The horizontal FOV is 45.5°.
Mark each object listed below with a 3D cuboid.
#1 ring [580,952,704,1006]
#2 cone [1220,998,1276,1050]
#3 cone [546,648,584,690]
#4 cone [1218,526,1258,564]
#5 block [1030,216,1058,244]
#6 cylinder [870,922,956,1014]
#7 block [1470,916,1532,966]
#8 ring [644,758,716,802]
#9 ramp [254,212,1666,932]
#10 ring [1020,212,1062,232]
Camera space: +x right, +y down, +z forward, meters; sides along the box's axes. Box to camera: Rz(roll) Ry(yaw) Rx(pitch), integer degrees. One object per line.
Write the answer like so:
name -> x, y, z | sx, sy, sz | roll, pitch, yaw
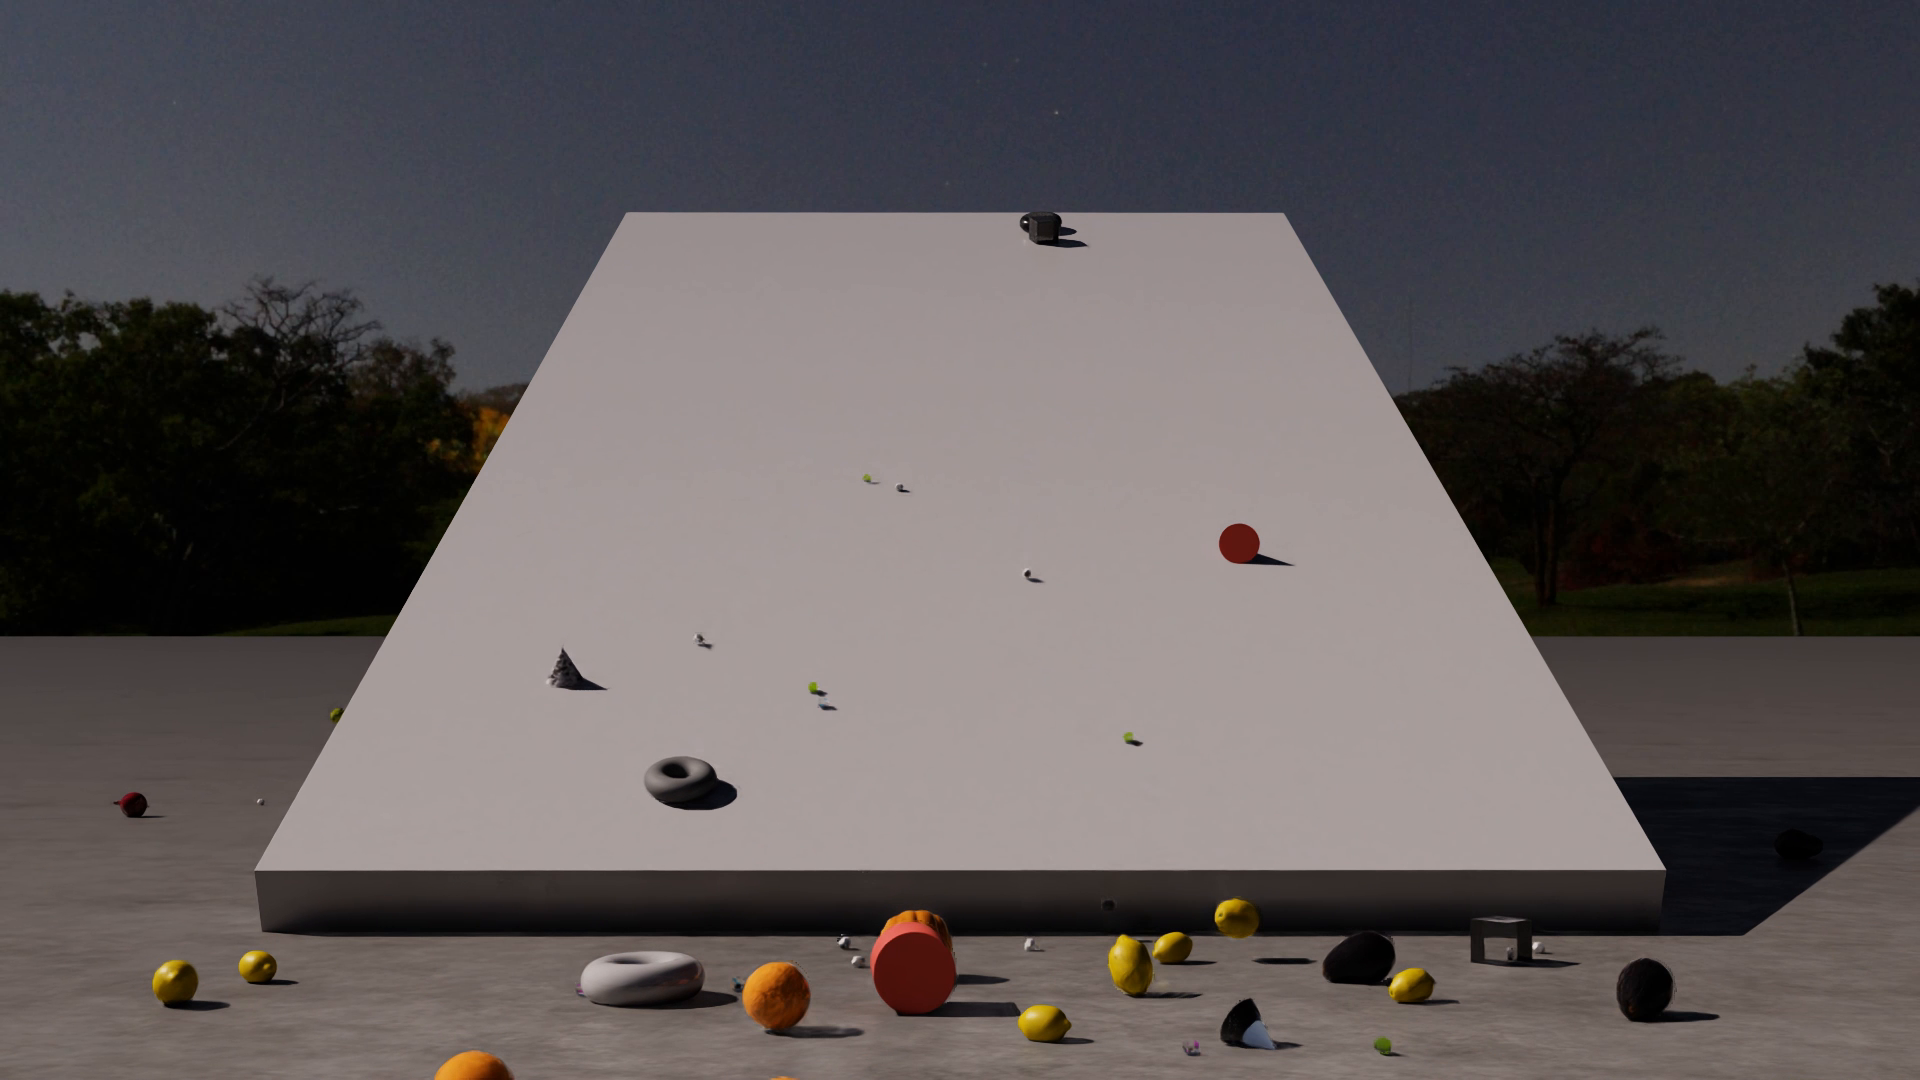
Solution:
ring -> -0.371, 0.513, 2.679 | 0.145, 0.048, 0.145 | -1, -1, 0
cone -> 0.307, 0.513, 2.370 | 0.054, 0.054, 0.054 | 2, 23, -46
cone -> -0.661, 0.207, 3.815 | 0.063, 0.063, 0.063 | 0, 21, 0
cone -> 0.533, 0.010, 4.360 | 0.077, 0.077, 0.077 | 0, 0, 10
block -> 0.243, -0.898, 6.623 | 0.066, 0.066, 0.066 | -7, 23, -17
cylinder -> -0.054, 0.488, 2.615 | 0.093, 0.093, 0.093 | 0, -2, -5
block -> 0.703, 0.521, 2.973 | 0.056, 0.056, 0.056 | 2, -3, -43
ring -> -0.423, 0.362, 3.461 | 0.109, 0.036, 0.109 | 1, 21, 0
ramp -> -0.006, -0.218, 5.120 | 2.000, 0.100, 4.000 | 0, 21, 0
ring -> 0.238, -0.937, 6.755 | 0.126, 0.042, 0.126 | -2, 25, 1
